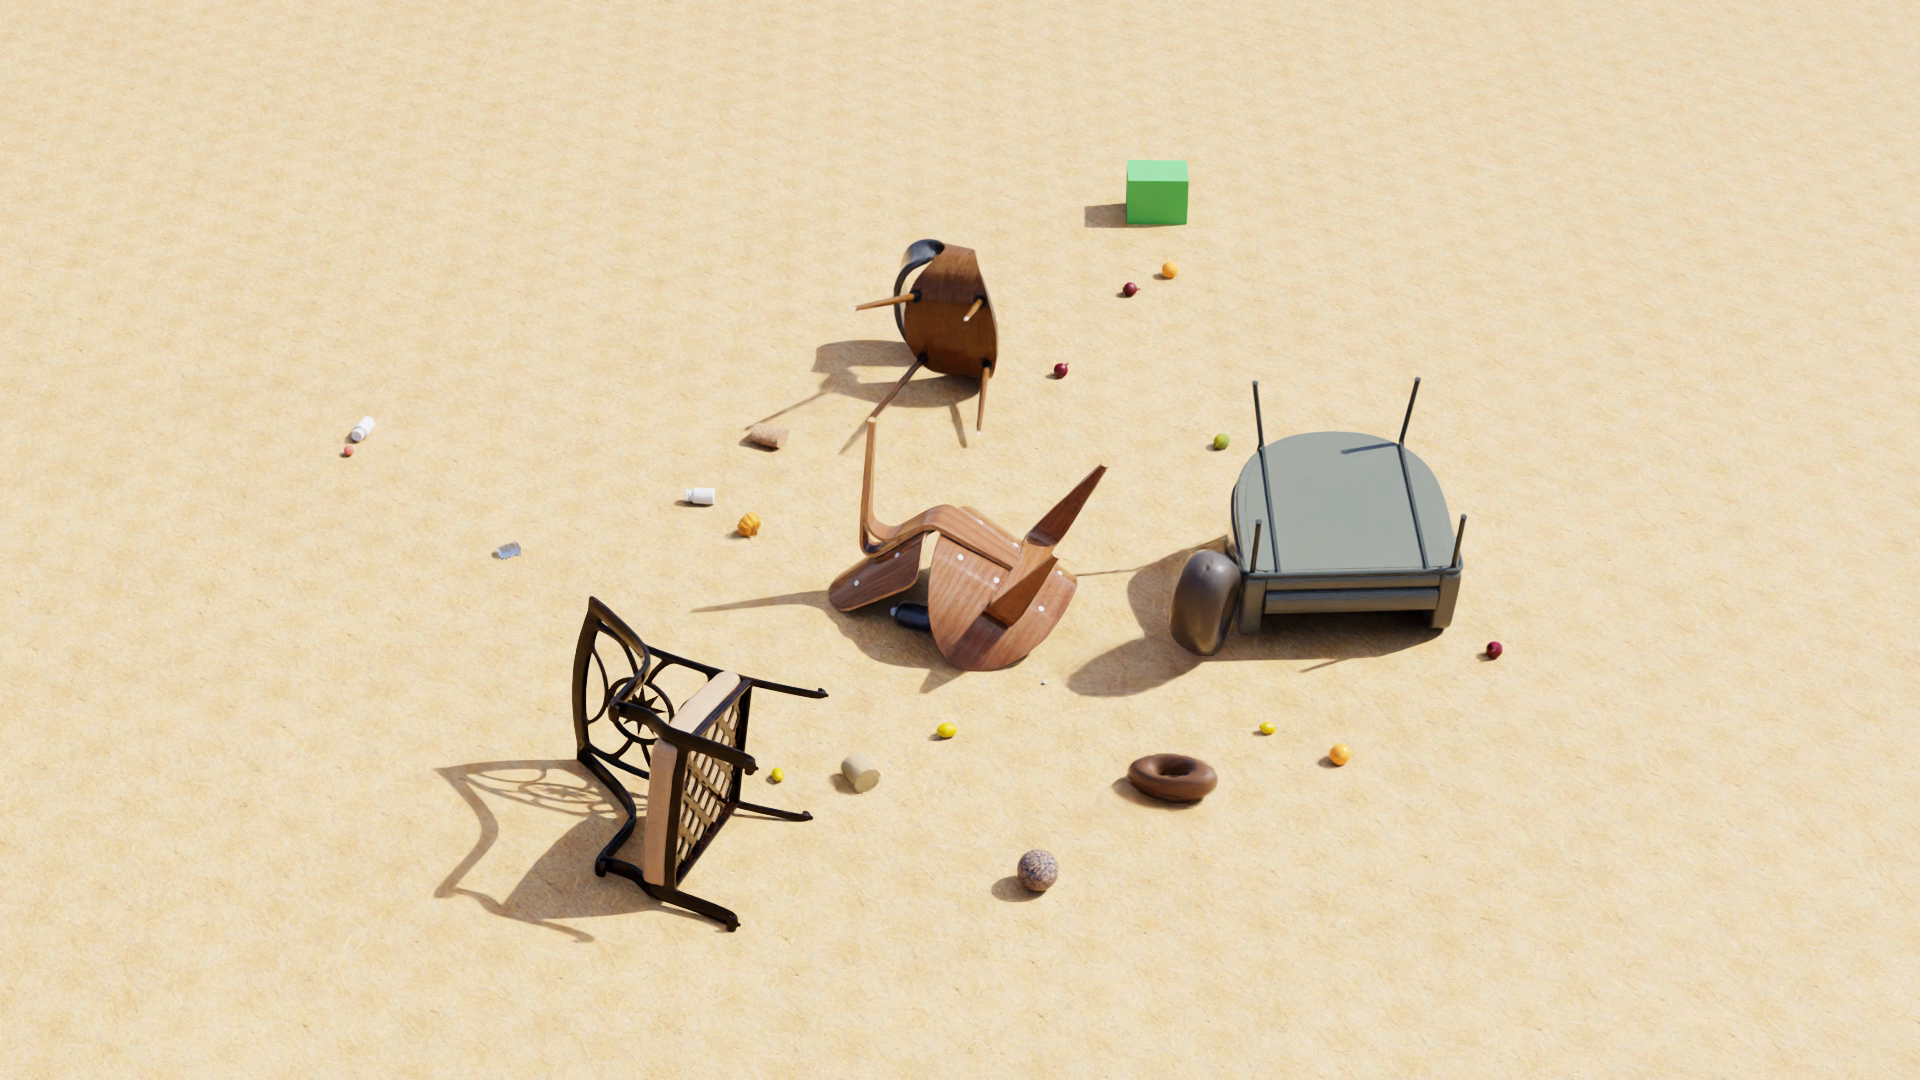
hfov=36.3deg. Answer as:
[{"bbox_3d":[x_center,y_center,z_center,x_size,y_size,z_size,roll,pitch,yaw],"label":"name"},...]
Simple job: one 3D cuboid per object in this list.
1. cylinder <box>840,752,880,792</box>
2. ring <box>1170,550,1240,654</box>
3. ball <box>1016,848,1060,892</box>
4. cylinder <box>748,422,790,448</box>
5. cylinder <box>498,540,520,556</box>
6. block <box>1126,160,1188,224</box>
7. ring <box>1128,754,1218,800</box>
[{"bbox_3d":[-0.330,0.768,9.703,0.096,0.083,0.107,-30,41,-12],"label":"cylinder"},{"bbox_3d":[0.850,0.217,10.180,0.178,0.535,0.291,22,63,14],"label":"ring"},{"bbox_3d":[0.245,1.041,9.243,0.134,0.134,0.134,0,33,0],"label":"ball"},{"bbox_3d":[-0.750,-0.410,11.508,0.125,0.065,0.106,13,36,19],"label":"cylinder"},{"bbox_3d":[-1.671,0.035,10.859,0.073,0.034,0.058,15,50,-32],"label":"cylinder"},{"bbox_3d":[0.881,-1.555,13.110,0.268,0.215,0.210,1,33,1],"label":"block"},{"bbox_3d":[0.700,0.781,9.655,0.311,0.094,0.166,5,39,22],"label":"ring"}]
